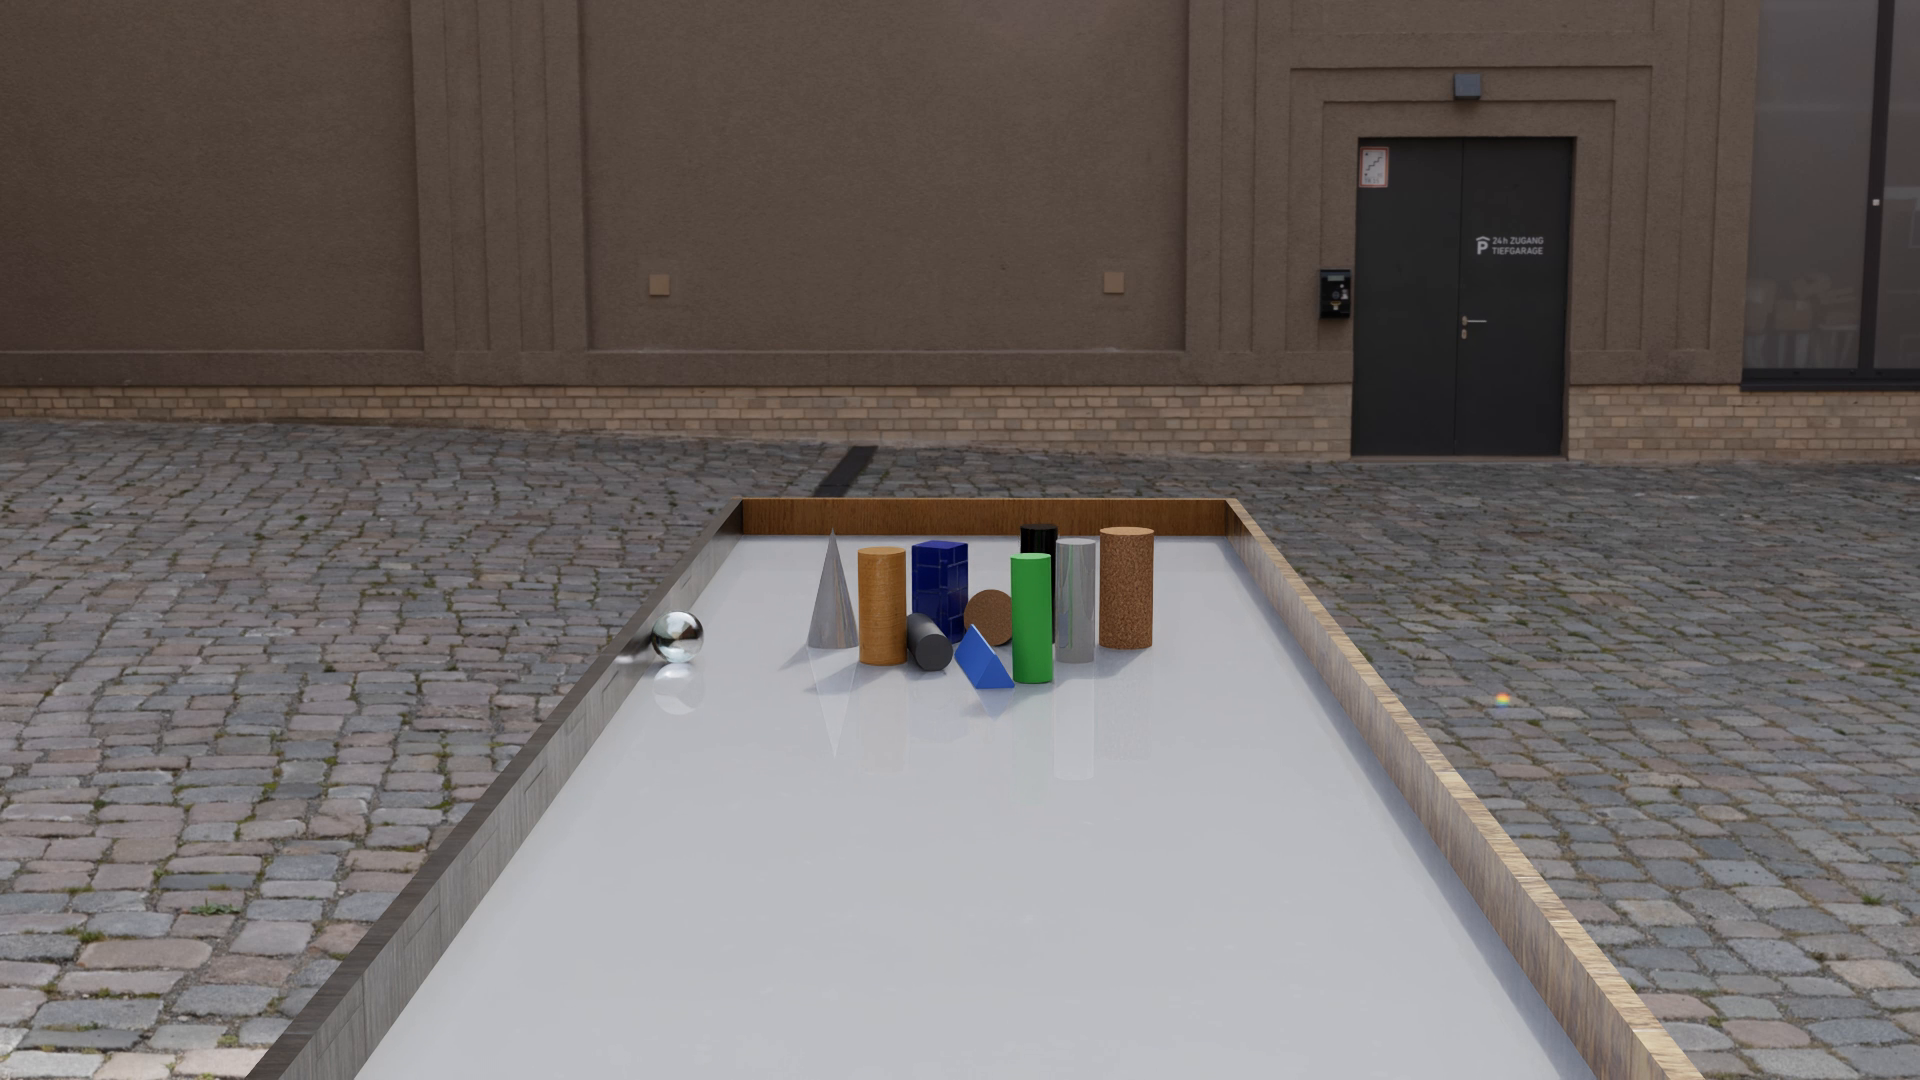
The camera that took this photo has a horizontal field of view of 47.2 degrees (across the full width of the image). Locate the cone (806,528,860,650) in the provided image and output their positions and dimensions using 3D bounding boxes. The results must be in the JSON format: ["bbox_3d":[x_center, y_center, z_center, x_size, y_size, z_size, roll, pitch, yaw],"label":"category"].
[{"bbox_3d":[-0.399,0.142,6.915,0.177,0.375,0.177,0,9,0],"label":"cone"}]

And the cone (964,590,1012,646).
[{"bbox_3d":[0.150,0.256,7.117,0.178,0.178,0.425,2,-3,14],"label":"cone"}]

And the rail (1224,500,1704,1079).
[{"bbox_3d":[1.046,0.843,3.208,0.050,0.150,12.000,0,9,1],"label":"rail"}]

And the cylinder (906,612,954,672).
[{"bbox_3d":[-0.105,0.309,6.698,0.114,0.114,0.338,-2,9,-10],"label":"cylinder"}]

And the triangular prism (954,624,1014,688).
[{"bbox_3d":[0.069,0.341,6.530,0.113,0.098,0.450,-2,9,-8],"label":"triangular prism"}]

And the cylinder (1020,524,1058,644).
[{"bbox_3d":[0.247,0.140,6.947,0.118,0.369,0.118,0,9,0],"label":"cylinder"}]

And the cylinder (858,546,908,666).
[{"bbox_3d":[-0.235,0.199,6.662,0.146,0.340,0.146,-1,9,0],"label":"cylinder"}]

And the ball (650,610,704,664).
[{"bbox_3d":[-0.854,0.292,6.652,0.161,0.161,0.161,0,9,0],"label":"ball"}]

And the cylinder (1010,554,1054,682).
[{"bbox_3d":[0.209,0.226,6.409,0.118,0.363,0.118,-1,8,0],"label":"cylinder"}]

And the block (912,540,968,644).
[{"bbox_3d":[-0.063,0.167,6.969,0.131,0.309,0.131,5,10,29],"label":"block"}]

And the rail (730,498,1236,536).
[{"bbox_3d":[0.099,-0.098,9.147,2.100,0.150,0.050,0,9,1],"label":"rail"}]

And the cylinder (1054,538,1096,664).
[{"bbox_3d":[0.350,0.184,6.683,0.122,0.364,0.122,0,9,0],"label":"cylinder"}]

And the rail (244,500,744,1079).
[{"bbox_3d":[-1.004,0.839,3.234,0.050,0.150,12.000,0,9,1],"label":"rail"}]

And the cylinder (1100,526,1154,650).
[{"bbox_3d":[0.523,0.150,6.910,0.169,0.361,0.169,0,9,0],"label":"cylinder"}]
